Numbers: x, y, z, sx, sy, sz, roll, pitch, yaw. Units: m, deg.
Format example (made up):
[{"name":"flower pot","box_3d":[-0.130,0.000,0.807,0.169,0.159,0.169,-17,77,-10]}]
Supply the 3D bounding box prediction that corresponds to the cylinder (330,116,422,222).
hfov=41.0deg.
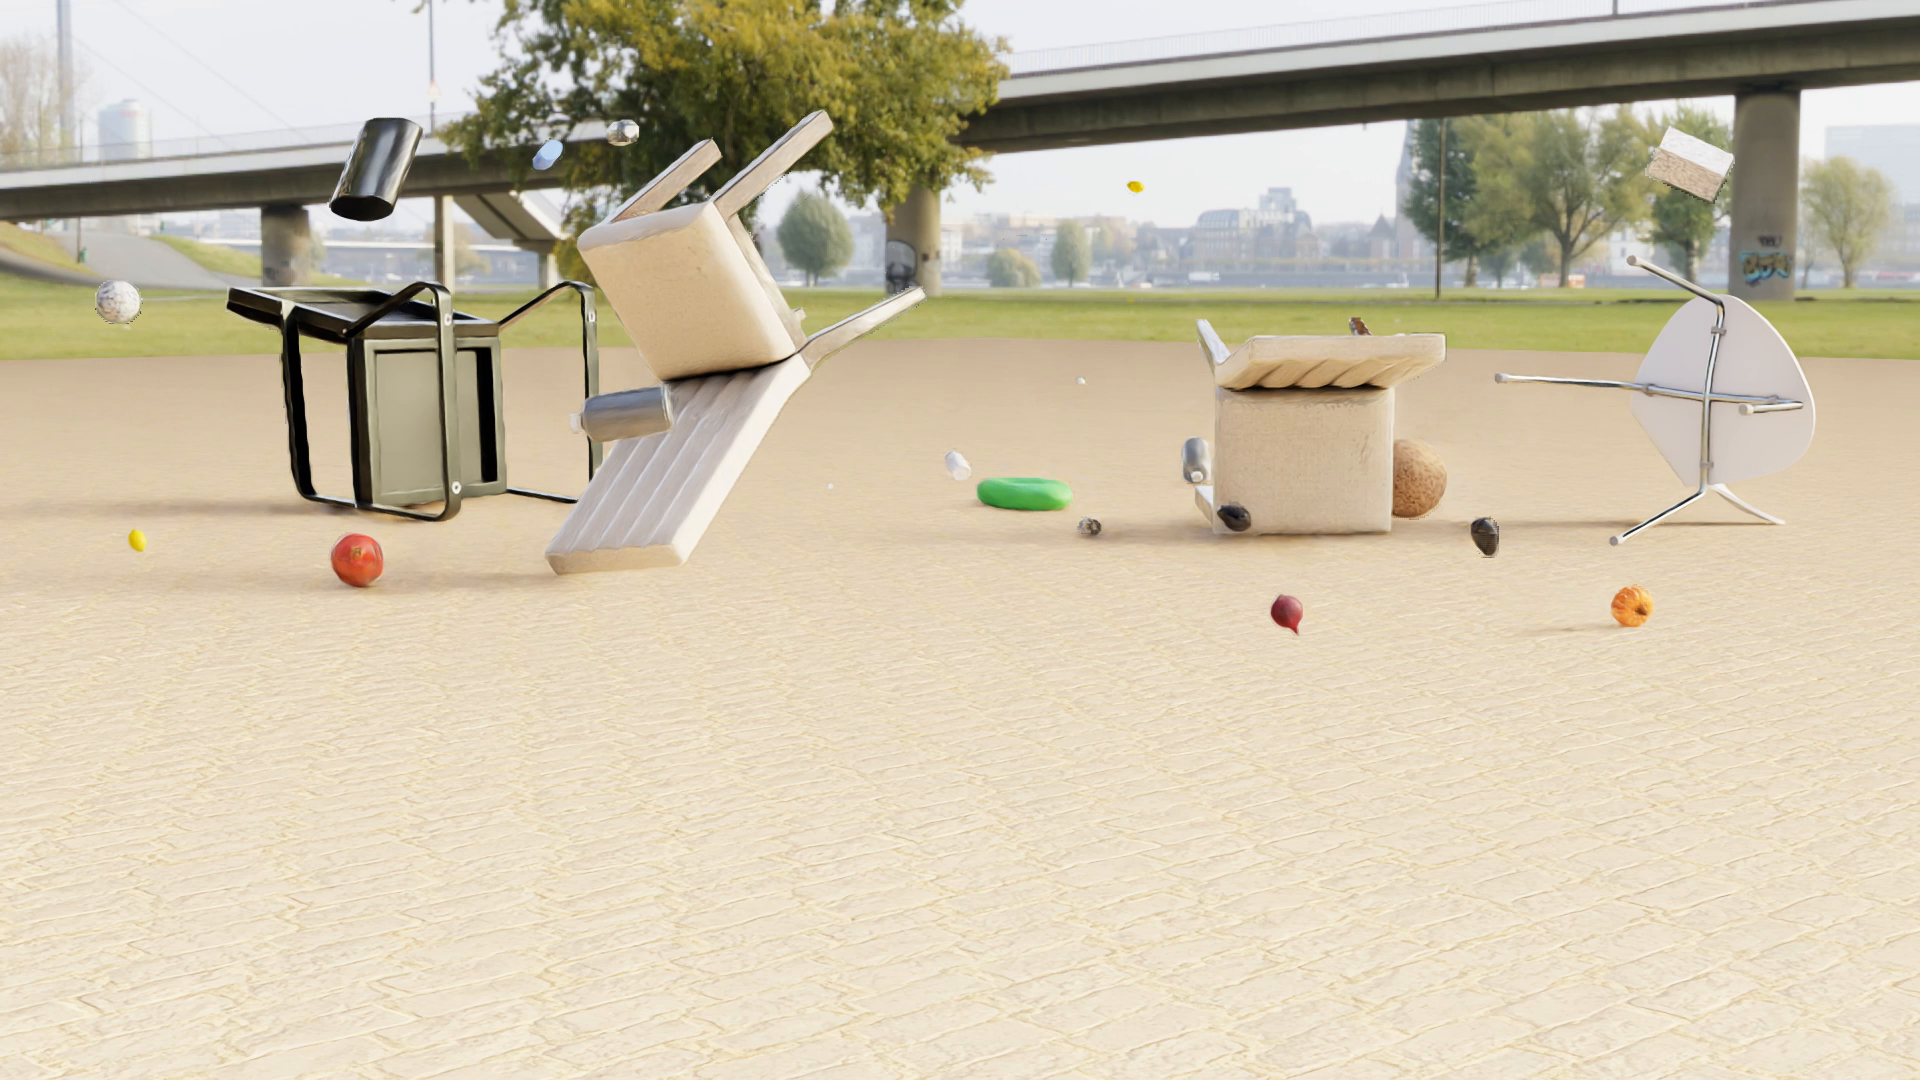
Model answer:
[{"name":"cylinder","box_3d":[-1.586,-1.008,6.970,0.206,0.262,0.116,-3,-31,29]}]

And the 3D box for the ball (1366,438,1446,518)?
[{"name":"ball","box_3d":[1.182,-0.164,6.786,0.209,0.209,0.209,0,6,0]}]

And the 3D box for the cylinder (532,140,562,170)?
[{"name":"cylinder","box_3d":[-1.084,-1.010,6.737,0.068,0.047,0.080,-43,7,-28]}]

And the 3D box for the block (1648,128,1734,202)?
[{"name":"block","box_3d":[1.641,-0.845,5.764,0.156,0.073,0.096,27,46,9]}]

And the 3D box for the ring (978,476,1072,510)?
[{"name":"ring","box_3d":[0.183,-0.133,7.334,0.213,0.074,0.382,-6,9,-32]}]

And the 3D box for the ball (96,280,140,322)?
[{"name":"ball","box_3d":[-2.211,-0.627,6.738,0.108,0.108,0.108,0,6,0]}]

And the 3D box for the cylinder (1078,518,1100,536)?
[{"name":"cylinder","box_3d":[0.331,-0.034,6.540,0.045,0.040,0.056,26,0,-13]}]
